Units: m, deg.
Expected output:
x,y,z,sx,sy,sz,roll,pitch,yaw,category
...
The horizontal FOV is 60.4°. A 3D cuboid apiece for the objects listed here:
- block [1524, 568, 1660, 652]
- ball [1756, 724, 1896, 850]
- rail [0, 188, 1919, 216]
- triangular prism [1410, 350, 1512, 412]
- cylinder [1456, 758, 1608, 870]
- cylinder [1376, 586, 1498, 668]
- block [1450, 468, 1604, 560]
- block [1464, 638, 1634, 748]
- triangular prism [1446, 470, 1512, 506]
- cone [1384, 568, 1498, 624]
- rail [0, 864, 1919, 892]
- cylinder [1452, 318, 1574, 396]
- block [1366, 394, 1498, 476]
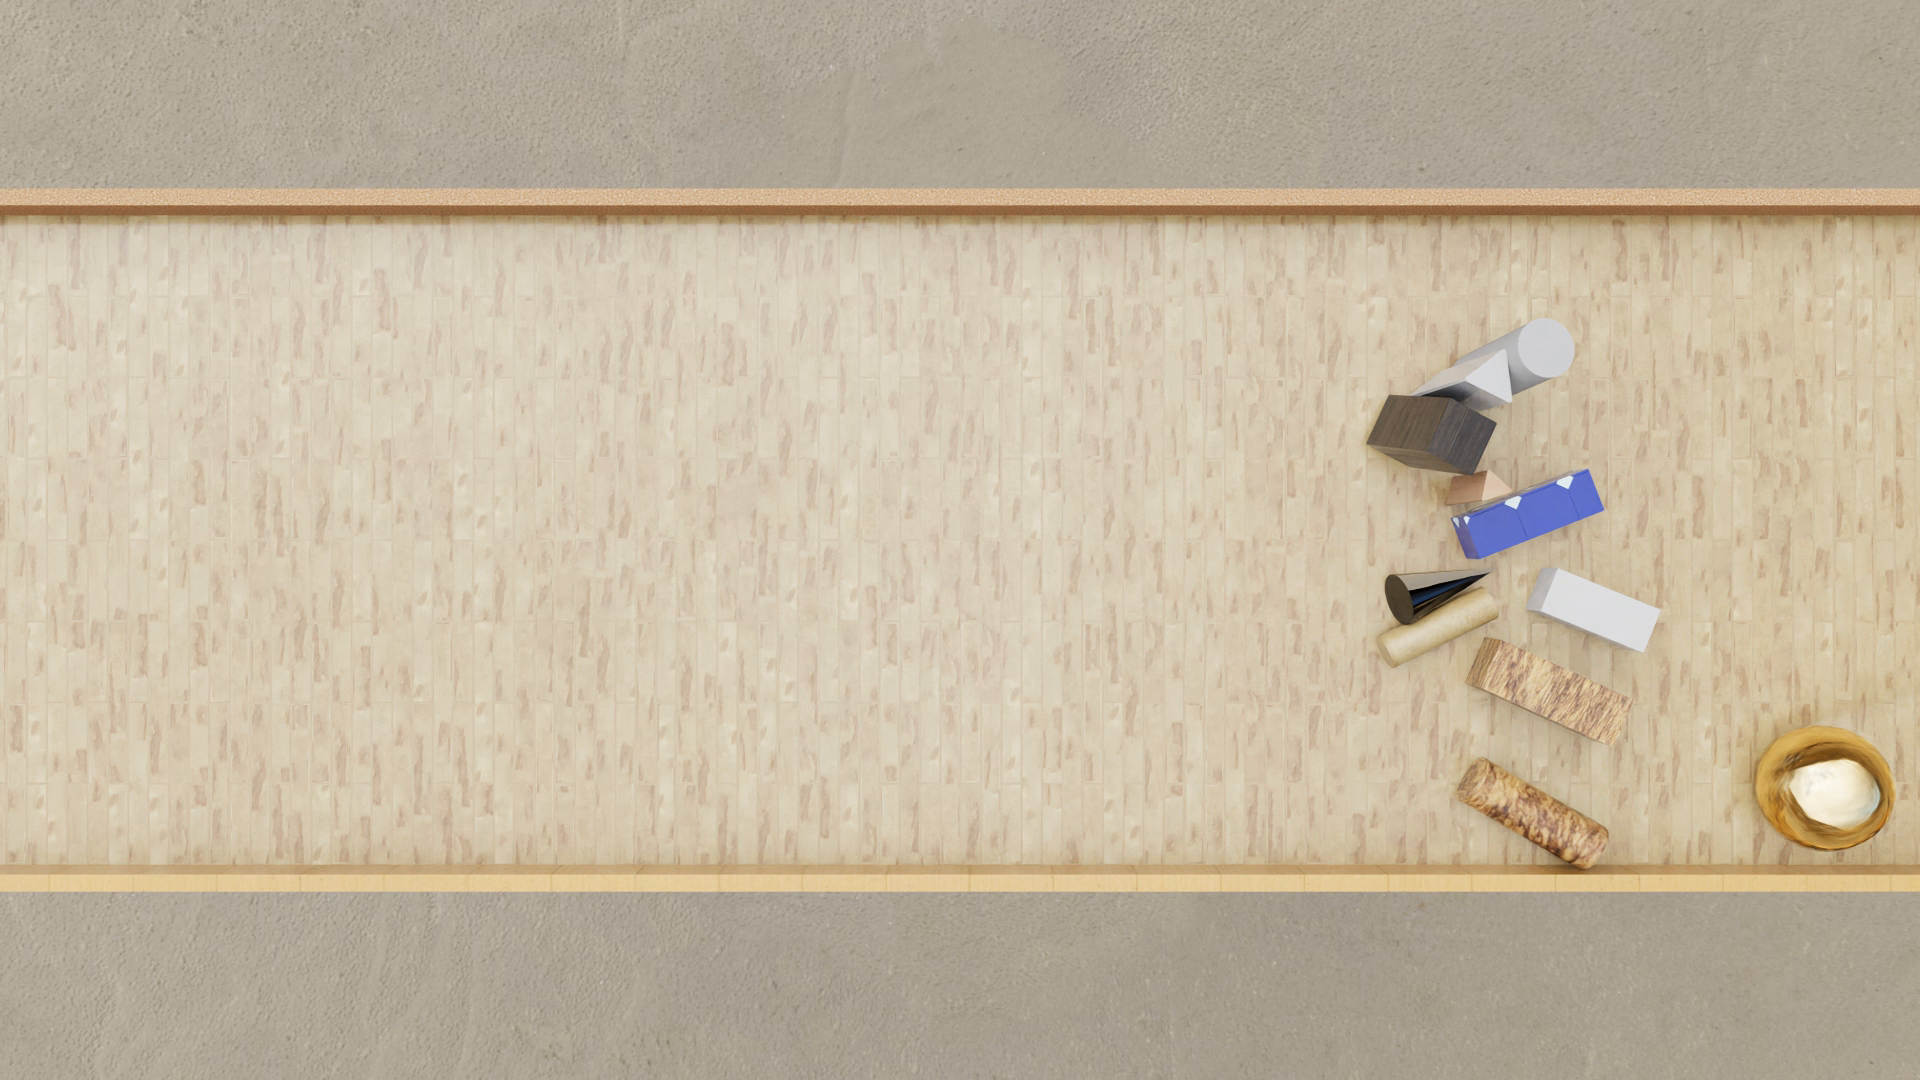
x,y,z,sx,sy,sz,roll,pitch,yaw,category
1.919,0.211,5.007,0.332,0.138,0.138,22,90,0,block
2.564,0.734,4.892,0.369,0.369,0.369,0,90,0,ball
-2.247,-1.025,5.002,12.000,0.150,0.050,0,90,0,rail
1.491,-0.471,4.875,0.152,0.393,0.131,25,83,-7,triangular prism
1.735,0.829,5.001,0.424,0.150,0.150,30,90,0,cylinder
1.452,0.266,5.023,0.353,0.108,0.108,-26,90,0,cylinder
1.720,-0.079,5.009,0.401,0.135,0.135,-21,90,0,block
1.783,0.459,4.999,0.436,0.155,0.155,24,90,0,block
1.531,-0.161,4.911,0.090,0.329,0.078,-18,89,-1,triangular prism
1.495,0.133,5.038,0.352,0.160,0.160,-16,90,-13,cone
-2.247,1.025,5.001,12.000,0.150,0.050,0,90,0,rail
1.616,-0.514,4.849,0.171,0.429,0.171,1,83,-9,cylinder
1.390,-0.314,4.881,0.167,0.360,0.167,25,90,-15,block
